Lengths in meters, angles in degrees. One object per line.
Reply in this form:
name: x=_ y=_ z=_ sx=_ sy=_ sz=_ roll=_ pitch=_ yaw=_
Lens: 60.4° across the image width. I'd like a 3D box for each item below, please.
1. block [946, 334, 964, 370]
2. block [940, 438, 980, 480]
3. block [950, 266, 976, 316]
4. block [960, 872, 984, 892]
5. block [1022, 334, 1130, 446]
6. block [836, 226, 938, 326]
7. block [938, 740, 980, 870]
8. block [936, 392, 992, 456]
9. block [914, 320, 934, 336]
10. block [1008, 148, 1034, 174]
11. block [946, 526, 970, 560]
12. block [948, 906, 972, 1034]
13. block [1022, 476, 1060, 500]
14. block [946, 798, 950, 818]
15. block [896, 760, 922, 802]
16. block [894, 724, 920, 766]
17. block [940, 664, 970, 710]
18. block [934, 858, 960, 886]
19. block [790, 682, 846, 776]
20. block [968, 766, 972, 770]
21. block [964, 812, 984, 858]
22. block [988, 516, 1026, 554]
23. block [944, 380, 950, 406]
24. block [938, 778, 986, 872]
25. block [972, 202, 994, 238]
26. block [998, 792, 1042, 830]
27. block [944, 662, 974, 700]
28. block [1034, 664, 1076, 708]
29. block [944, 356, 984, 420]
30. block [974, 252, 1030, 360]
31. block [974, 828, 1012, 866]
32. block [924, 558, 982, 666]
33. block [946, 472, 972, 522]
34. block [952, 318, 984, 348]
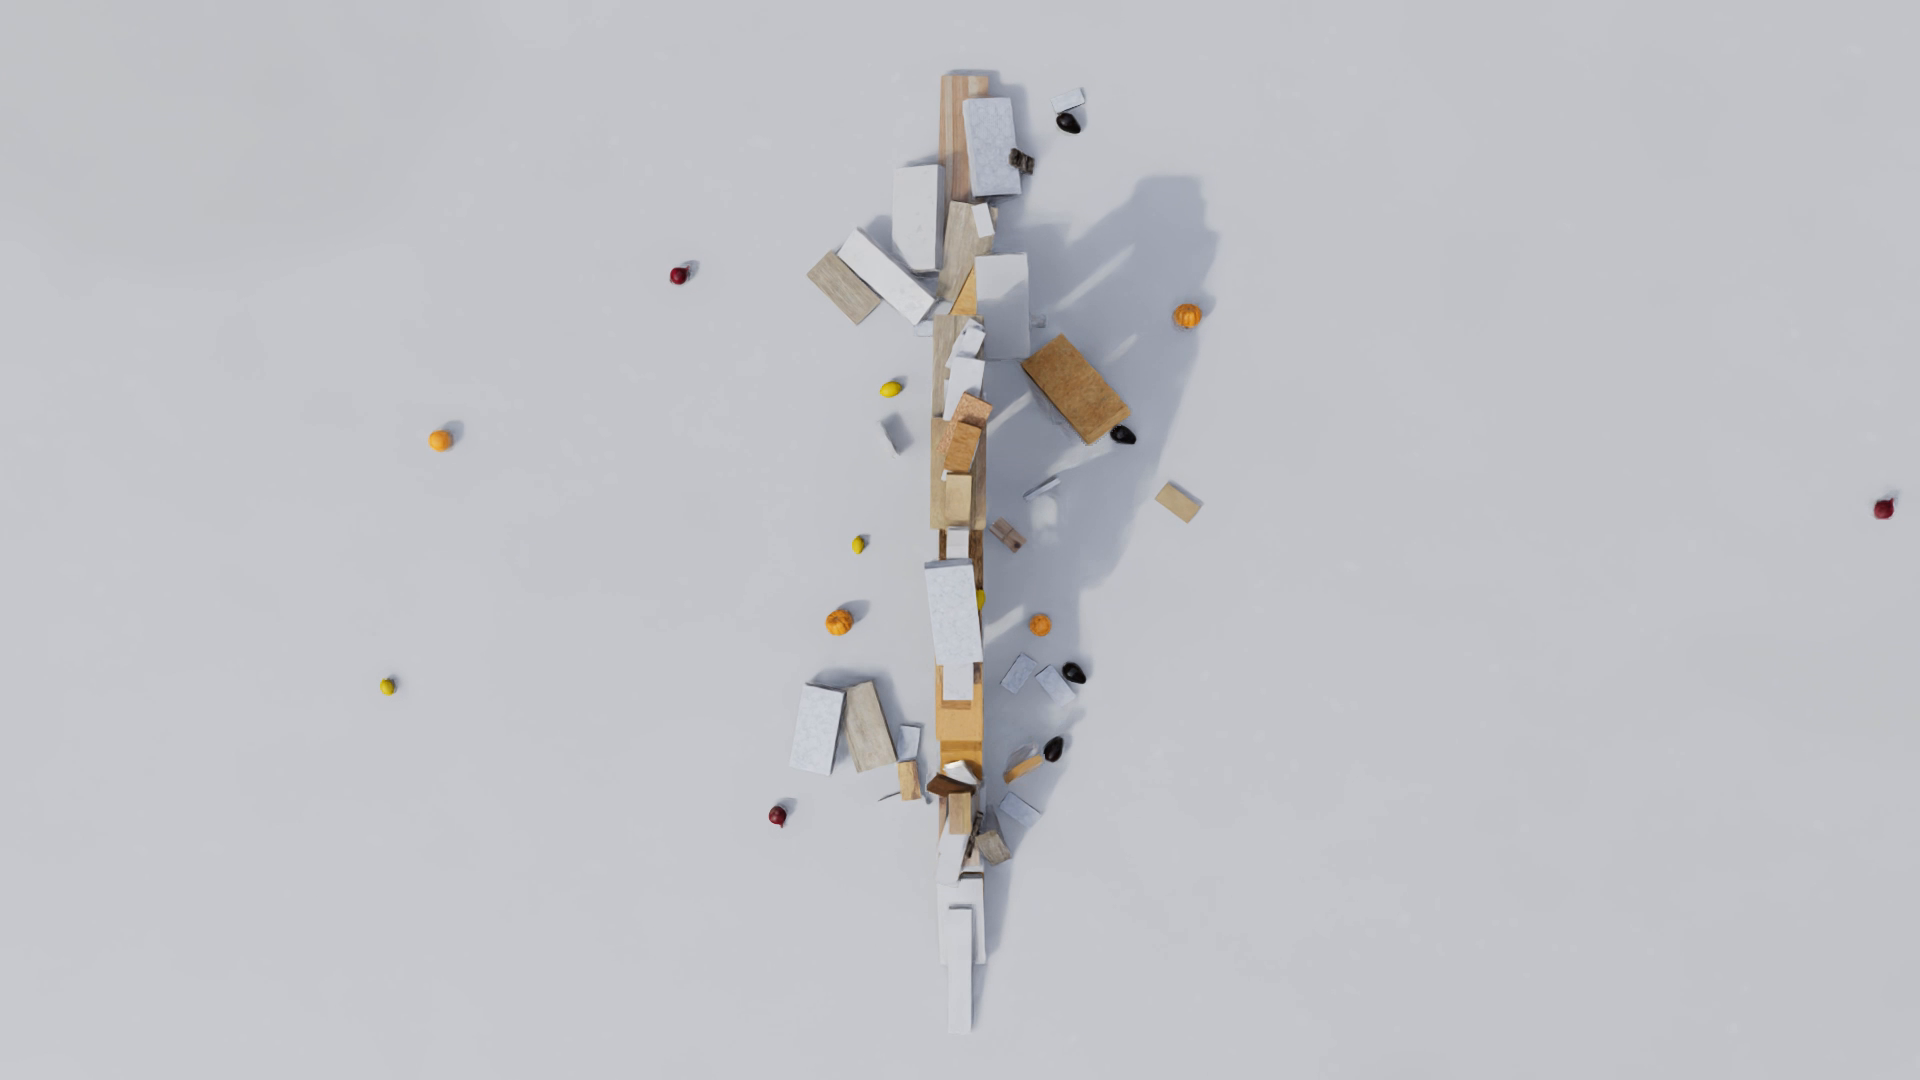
block: x=0.003 y=-0.537 z=4.749 sx=0.053 sy=0.015 sz=0.105 roll=25 pitch=95 yaw=-1
block: x=0.001 y=-0.230 z=4.704 sx=0.071 sy=0.020 sz=0.142 roll=18 pitch=103 yaw=-2
block: x=0.051 y=-0.786 z=5.436 sx=0.117 sy=0.033 sz=0.235 roll=24 pitch=104 yaw=-11
block: x=0.005 y=1.098 z=5.479 sx=0.150 sy=0.043 sz=0.301 roll=0 pitch=90 yaw=0
block: x=0.374 y=-0.494 z=5.373 sx=0.170 sy=0.048 sz=0.388 roll=-37 pitch=57 yaw=0
block: x=-0.240 y=-0.870 z=5.443 sx=0.355 sy=0.033 sz=0.117 roll=42 pitch=121 yaw=4
block: x=0.000 y=0.861 z=5.401 sx=0.131 sy=0.037 sz=0.425 roll=-1 pitch=87 yaw=0
block: x=0.013 y=-0.320 z=4.707 sx=0.092 sy=0.026 sz=0.185 roll=25 pitch=102 yaw=-4
block: x=-0.103 y=-0.705 z=5.493 sx=0.103 sy=0.015 sz=0.051 roll=0 pitch=90 yaw=0
block: x=0.203 y=-1.252 z=5.454 sx=0.104 sy=0.015 sz=0.052 roll=15 pitch=78 yaw=-44
block: x=-0.010 y=0.094 z=4.864 sx=0.063 sy=0.381 sz=0.018 roll=1 pitch=48 yaw=-1
block: x=-0.001 y=1.421 z=5.441 sx=0.075 sy=0.021 sz=0.445 roll=0 pitch=103 yaw=0
block: x=0.269 y=-0.172 z=5.468 sx=0.125 sy=0.063 sz=0.018 roll=-30 pitch=104 yaw=0
block: x=-0.007 y=0.882 z=5.313 sx=0.074 sy=0.021 sz=0.148 roll=2 pitch=103 yaw=-1
block: x=-0.169 y=0.798 z=5.470 sx=0.063 sy=0.018 sz=0.127 roll=-8 pitch=89 yaw=0
block: x=-0.174 y=0.687 z=5.490 sx=0.068 sy=0.019 sz=0.136 roll=8 pitch=90 yaw=0
block: x=-0.010 y=0.425 z=5.034 sx=0.091 sy=0.026 sz=0.183 roll=2 pitch=91 yaw=1
block: x=-0.031 y=1.035 z=5.325 sx=0.075 sy=0.021 sz=0.149 roll=13 pitch=87 yaw=0
block: x=-0.470 y=0.626 z=5.456 sx=0.140 sy=0.040 sz=0.280 roll=11 pitch=95 yaw=10
block: x=0.001 y=0.775 z=5.287 sx=0.074 sy=0.148 sz=0.021 roll=1 pitch=45 yaw=0
block: x=0.045 y=0.947 z=5.304 sx=0.020 sy=0.072 sz=0.144 roll=16 pitch=87 yaw=4
block: x=0.158 y=-0.017 z=5.492 sx=0.120 sy=0.017 sz=0.060 roll=43 pitch=90 yaw=0
block: x=-0.018 y=-0.410 z=4.764 sx=0.053 sy=0.015 sz=0.105 roll=-2 pitch=90 yaw=0
block: x=0.007 y=0.938 z=5.437 sx=0.150 sy=0.043 sz=0.301 roll=2 pitch=87 yaw=0
block: x=0.075 y=-1.044 z=5.380 sx=0.052 sy=0.015 sz=0.103 roll=-14 pitch=104 yaw=4
block: x=0.200 y=0.900 z=5.491 sx=0.131 sy=0.018 sz=0.063 roll=36 pitch=90 yaw=0
block: x=-0.005 y=0.393 z=5.007 sx=0.091 sy=0.026 sz=0.183 roll=0 pitch=91 yaw=1
block: x=0.318 y=0.487 z=5.490 sx=0.068 sy=0.019 sz=0.136 roll=-39 pitch=90 yaw=0
block: x=0.012 y=-0.428 z=4.722 sx=0.092 sy=0.026 sz=0.184 roll=9 pitch=95 yaw=0
block: x=0.139 y=-0.765 z=5.406 sx=0.170 sy=0.048 sz=0.340 roll=-3 pitch=108 yaw=-3
block: x=0.109 y=1.003 z=5.369 sx=0.072 sy=0.285 sz=0.020 roll=-23 pitch=62 yaw=0
block: x=-0.017 y=0.214 z=4.883 sx=0.140 sy=0.040 sz=0.349 roll=-5 pitch=123 yaw=1
block: x=-0.005 y=-0.123 z=4.701 sx=0.071 sy=0.020 sz=0.142 roll=2 pitch=116 yaw=0
block: x=0.024 y=-0.584 z=4.764 sx=0.051 sy=0.015 sz=0.103 roll=31 pitch=90 yaw=0
